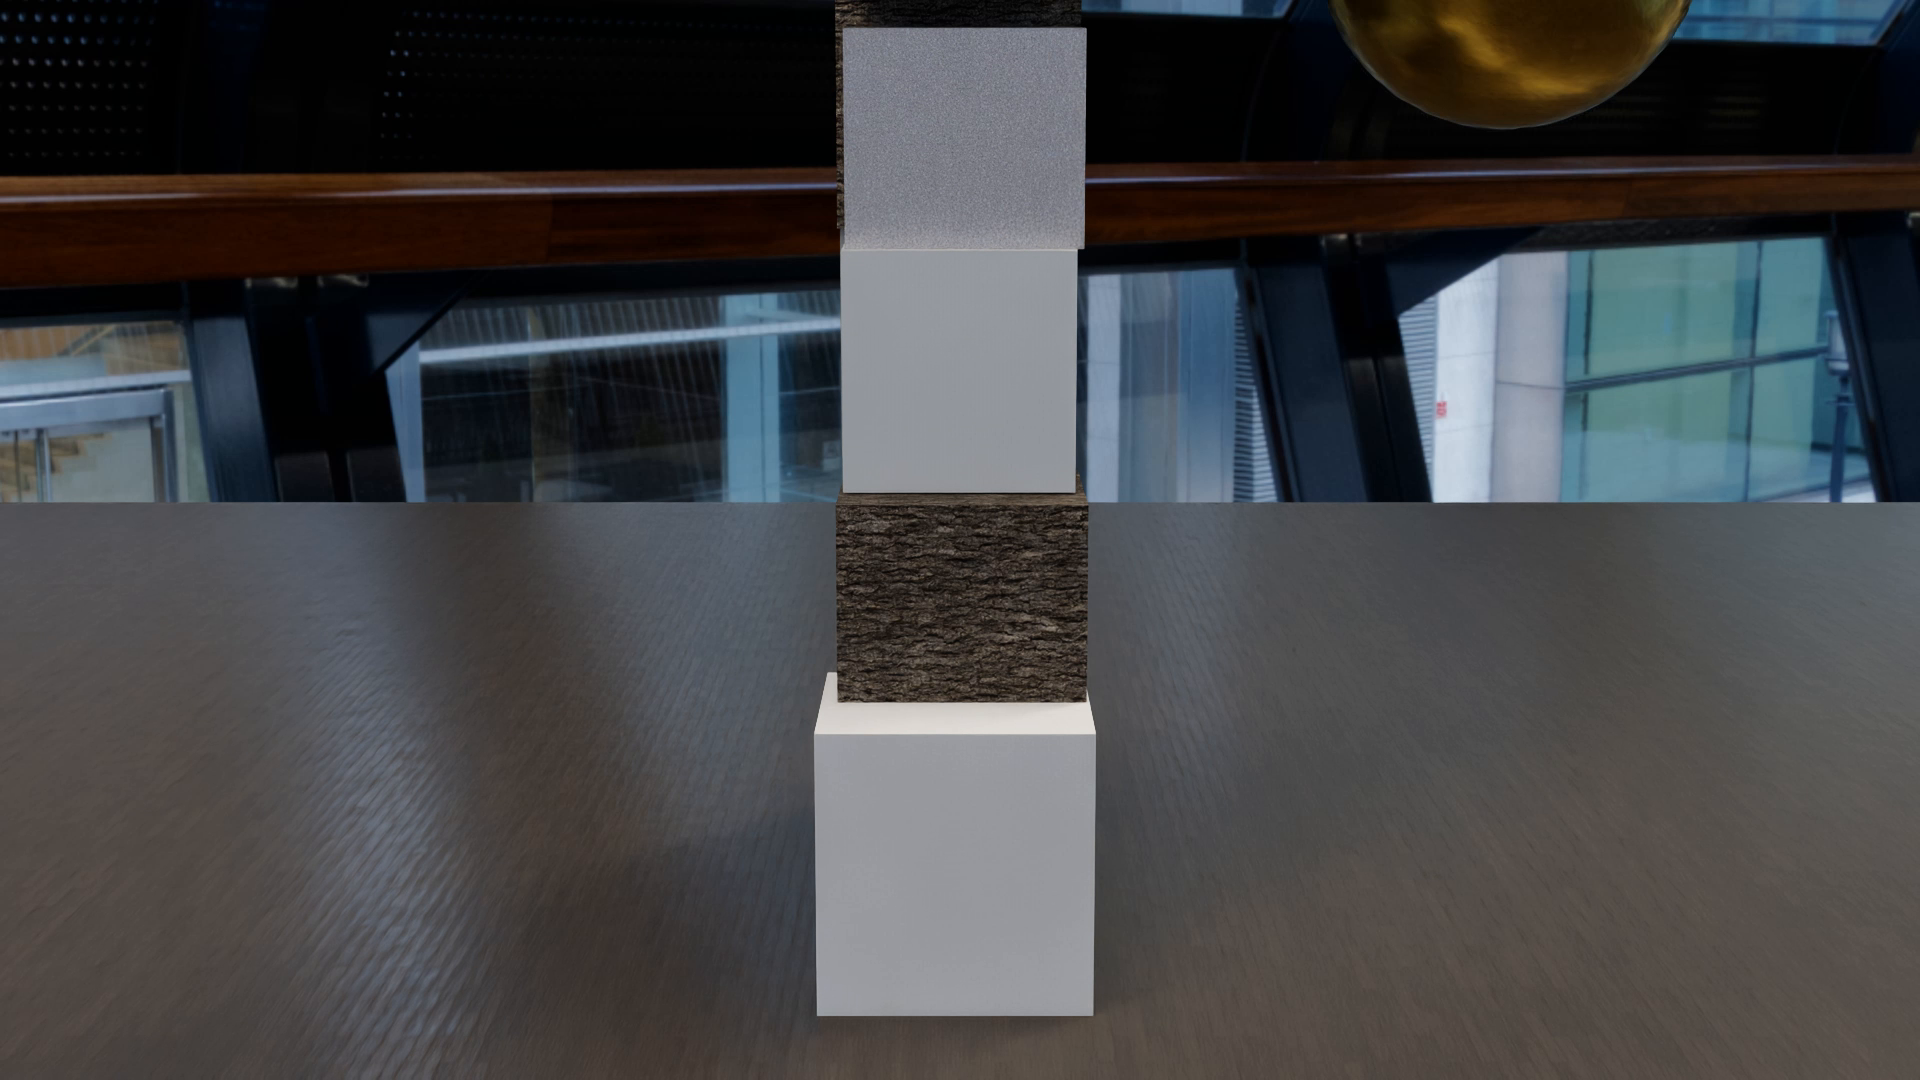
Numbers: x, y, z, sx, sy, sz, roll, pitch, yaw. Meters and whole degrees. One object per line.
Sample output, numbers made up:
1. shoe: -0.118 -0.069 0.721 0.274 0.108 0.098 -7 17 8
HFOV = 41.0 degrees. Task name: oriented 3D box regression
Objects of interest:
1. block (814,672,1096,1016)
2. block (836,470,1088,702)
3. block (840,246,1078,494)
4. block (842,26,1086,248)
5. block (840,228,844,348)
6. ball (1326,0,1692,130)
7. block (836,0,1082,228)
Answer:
1. block: -0.018 1.169 10.072 1.043 1.097 0.987 0 10 0
2. block: 0.008 0.168 10.338 0.968 0.777 0.908 0 10 0
3. block: -0.003 -0.755 10.488 0.913 0.950 1.036 0 12 0
4. block: 0.018 -1.634 10.320 0.930 0.841 0.914 0 12 0
5. block: -0.017 -0.953 11.540 0.988 0.957 1.059 0 10 0
6. ball: 2.295 -2.524 10.721 1.600 1.600 1.600 0 10 0
7. block: -0.007 -1.898 11.303 1.030 0.986 1.026 0 10 0
